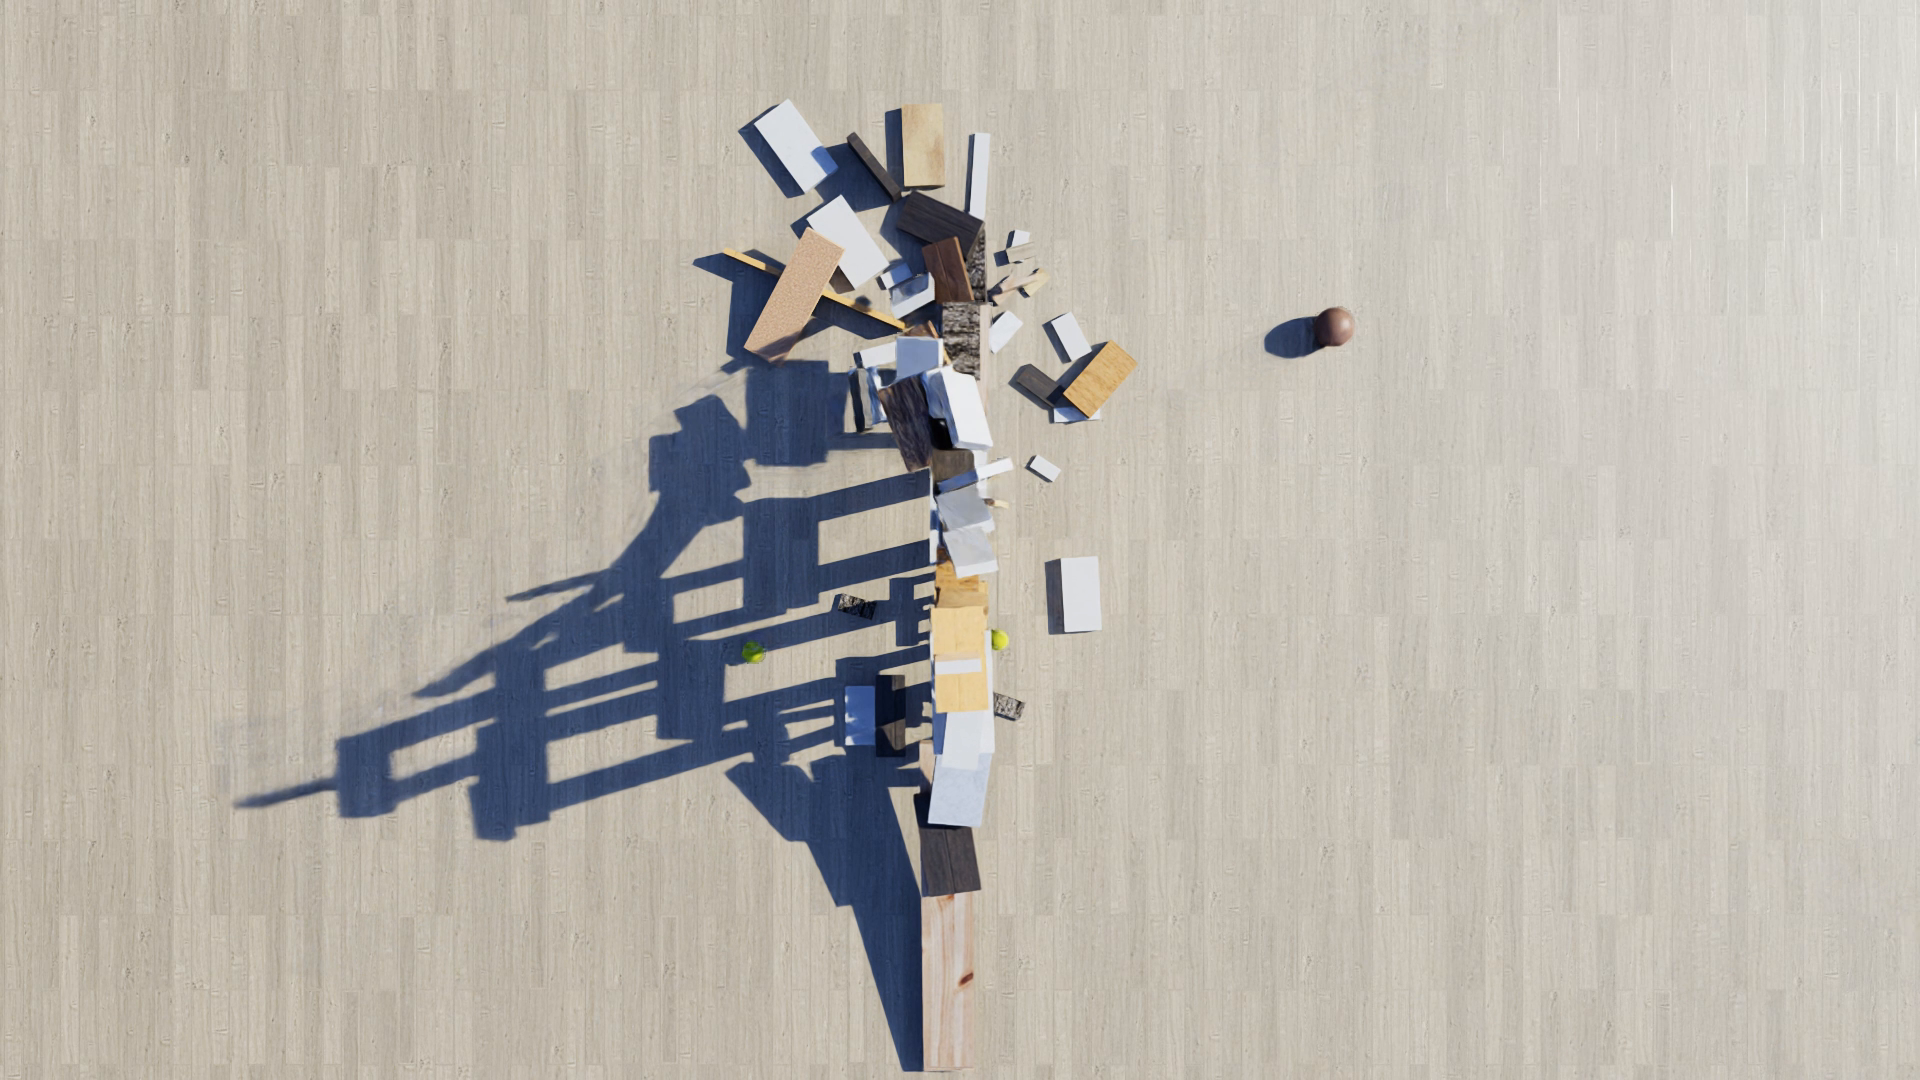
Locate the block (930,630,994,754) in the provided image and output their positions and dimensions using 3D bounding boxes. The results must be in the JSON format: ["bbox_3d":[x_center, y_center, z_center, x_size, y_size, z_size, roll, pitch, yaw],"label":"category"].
[{"bbox_3d":[0.006,0.418,4.545,0.167,0.047,0.335,-2,90,0],"label":"block"}]

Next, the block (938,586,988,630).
[{"bbox_3d":[0.007,0.180,4.402,0.133,0.297,0.038,9,99,0],"label":"block"}]

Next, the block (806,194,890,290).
[{"bbox_3d":[-0.371,-0.988,5.480,0.140,0.040,0.281,-35,90,0],"label":"block"}]

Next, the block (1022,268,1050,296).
[{"bbox_3d":[0.252,-0.859,5.493,0.094,0.013,0.047,-43,90,0],"label":"block"}]

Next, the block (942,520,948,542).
[{"bbox_3d":[-0.012,-0.031,4.743,0.080,0.159,0.023,-3,108,-1],"label":"block"}]

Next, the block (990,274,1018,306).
[{"bbox_3d":[0.150,-0.832,5.493,0.099,0.014,0.050,-41,90,0],"label":"block"}]

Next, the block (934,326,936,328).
[{"bbox_3d":[0.000,-0.601,5.331,0.169,0.338,0.048,1,74,0],"label":"block"}]

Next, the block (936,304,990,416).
[{"bbox_3d":[0.004,-0.561,5.139,0.169,0.048,0.338,2,91,0],"label":"block"}]

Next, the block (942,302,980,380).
[{"bbox_3d":[0.003,-0.614,5.097,0.118,0.033,0.236,0,91,0],"label":"block"}]

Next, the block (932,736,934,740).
[{"bbox_3d":[0.007,0.510,4.824,0.167,0.507,0.047,-1,95,0],"label":"block"}]

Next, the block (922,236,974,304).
[{"bbox_3d":[-0.037,-0.862,5.408,0.118,0.033,0.236,-15,92,19],"label":"block"}]

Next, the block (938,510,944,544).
[{"bbox_3d":[-0.005,0.003,4.841,0.119,0.034,0.239,0,90,0],"label":"block"}]

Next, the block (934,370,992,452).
[{"bbox_3d":[0.011,-0.386,4.930,0.125,0.035,0.249,6,58,-37],"label":"block"}]

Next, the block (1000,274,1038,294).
[{"bbox_3d":[0.195,-0.847,5.455,0.122,0.061,0.017,-19,91,-1],"label":"block"}]

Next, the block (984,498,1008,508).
[{"bbox_3d":[0.080,-0.113,5.025,0.122,0.061,0.017,4,85,41],"label":"block"}]

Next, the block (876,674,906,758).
[{"bbox_3d":[-0.231,0.584,5.486,0.098,0.028,0.273,0,90,0],"label":"block"}]

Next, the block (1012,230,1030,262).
[{"bbox_3d":[0.198,-0.979,5.493,0.050,0.014,0.099,13,90,0],"label":"block"}]

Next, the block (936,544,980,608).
[{"bbox_3d":[-0.007,0.130,4.568,0.119,0.034,0.238,0,90,0],"label":"block"}]

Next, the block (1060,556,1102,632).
[{"bbox_3d":[0.402,0.179,5.483,0.122,0.035,0.244,-3,90,0],"label":"block"}]

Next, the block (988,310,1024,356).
[{"bbox_3d":[0.137,-0.689,5.474,0.071,0.020,0.141,42,82,10],"label":"block"}]

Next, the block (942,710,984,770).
[{"bbox_3d":[0.009,0.526,4.498,0.098,0.028,0.195,6,100,-1],"label":"block"}]

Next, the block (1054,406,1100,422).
[{"bbox_3d":[0.389,-0.421,5.493,0.151,0.013,0.047,-4,90,0],"label":"block"}]

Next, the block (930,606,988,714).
[{"bbox_3d":[0.000,0.306,4.233,0.133,0.038,0.266,-3,90,0],"label":"block"}]

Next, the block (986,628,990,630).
[{"bbox_3d":[0.003,0.294,4.736,0.167,0.335,0.047,0,92,0],"label":"block"}]

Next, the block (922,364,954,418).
[{"bbox_3d":[-0.054,-0.430,5.001,0.093,0.026,0.185,-19,107,-31],"label":"block"}]

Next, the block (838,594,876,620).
[{"bbox_3d":[-0.343,0.222,5.492,0.119,0.017,0.059,16,90,0],"label":"block"}]

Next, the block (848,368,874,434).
[{"bbox_3d":[-0.304,-0.424,5.075,0.026,0.093,0.185,-6,84,-21],"label":"block"}]

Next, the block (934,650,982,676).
[{"bbox_3d":[-0.004,0.305,4.102,0.112,0.223,0.032,-4,91,0],"label":"block"}]

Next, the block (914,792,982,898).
[{"bbox_3d":[-0.040,0.968,5.288,0.167,0.047,0.335,-9,100,3],"label":"block"}]

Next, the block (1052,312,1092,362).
[{"bbox_3d":[0.371,-0.677,5.489,0.074,0.021,0.148,-28,90,0],"label":"block"}]

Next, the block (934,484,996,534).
[{"bbox_3d":[0.013,-0.077,4.665,0.125,0.249,0.035,-17,117,-3],"label":"block"}]

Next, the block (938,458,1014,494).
[{"bbox_3d":[0.041,-0.180,4.652,0.112,0.274,0.032,-19,91,-24],"label":"block"}]

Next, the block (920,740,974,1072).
[{"bbox_3d":[-0.041,1.199,5.377,0.167,0.047,1.123,0,100,1],"label":"block"}]

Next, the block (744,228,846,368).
[{"bbox_3d":[-0.544,-0.794,5.418,0.140,0.040,0.448,30,106,-2],"label":"block"}]

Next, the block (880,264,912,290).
[{"bbox_3d":[-0.211,-0.879,5.493,0.097,0.014,0.049,-27,90,0],"label":"block"}]

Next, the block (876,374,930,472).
[{"bbox_3d":[-0.142,-0.356,5.053,0.135,0.038,0.271,-18,100,21],"label":"block"}]

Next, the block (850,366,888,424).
[{"bbox_3d":[-0.297,-0.471,5.391,0.093,0.026,0.185,-8,80,-28],"label":"block"}]

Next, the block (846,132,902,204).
[{"bbox_3d":[-0.282,-1.228,5.439,0.035,0.122,0.244,-39,90,0],"label":"block"}]

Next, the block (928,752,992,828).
[{"bbox_3d":[0.001,0.743,5.142,0.167,0.047,0.335,6,119,-4],"label":"block"}]

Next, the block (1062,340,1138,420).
[{"bbox_3d":[0.464,-0.533,5.471,0.122,0.035,0.244,42,86,-3],"label":"block"}]

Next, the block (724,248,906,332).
[{"bbox_3d":[-0.479,-0.829,5.463,0.643,0.074,0.021,23,90,0],"label":"block"}]

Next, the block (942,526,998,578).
[{"bbox_3d":[0.026,0.031,4.453,0.112,0.223,0.032,-10,116,-6],"label":"block"}]

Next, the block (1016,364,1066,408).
[{"bbox_3d":[0.271,-0.514,5.489,0.149,0.021,0.074,36,90,0],"label":"block"}]

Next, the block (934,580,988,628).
[{"bbox_3d":[0.001,0.281,4.927,0.159,0.045,0.319,1,90,0],"label":"block"}]

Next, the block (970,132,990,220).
[{"bbox_3d":[0.059,-1.101,5.493,0.050,0.014,0.506,4,90,0],"label":"block"}]

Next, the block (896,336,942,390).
[{"bbox_3d":[-0.124,-0.477,5.054,0.135,0.038,0.288,6,109,17],"label":"block"}]

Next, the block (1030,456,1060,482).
[{"bbox_3d":[0.285,-0.239,5.493,0.094,0.013,0.047,33,90,0],"label":"block"}]

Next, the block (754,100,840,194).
[{"bbox_3d":[-0.542,-1.307,5.480,0.140,0.040,0.281,-36,90,0],"label":"block"}]

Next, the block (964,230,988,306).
[{"bbox_3d":[0.021,-0.810,5.457,0.135,0.038,0.427,-2,87,11],"label":"block"}]

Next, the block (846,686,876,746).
[{"bbox_3d":[-0.331,0.582,5.486,0.098,0.028,0.195,-1,90,0],"label":"block"}]

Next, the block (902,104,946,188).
[{"bbox_3d":[-0.122,-1.310,5.481,0.135,0.038,0.269,-2,90,0],"label":"block"}]

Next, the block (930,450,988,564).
[{"bbox_3d":[-0.004,-0.100,5.121,0.177,0.050,0.354,0,90,0],"label":"block"}]

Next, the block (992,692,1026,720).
[{"bbox_3d":[0.153,0.551,5.492,0.119,0.017,0.059,19,90,0],"label":"block"}]

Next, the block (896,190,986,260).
[{"bbox_3d":[-0.065,-1.041,5.447,0.269,0.038,0.135,26,93,13],"label":"block"}]

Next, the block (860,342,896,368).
[{"bbox_3d":[-0.266,-0.614,5.491,0.122,0.017,0.061,-15,90,0],"label":"block"}]

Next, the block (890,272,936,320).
[{"bbox_3d":[-0.149,-0.779,5.245,0.135,0.271,0.038,-27,108,9],"label":"block"}]

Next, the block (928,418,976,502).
[{"bbox_3d":[-0.023,-0.237,4.884,0.125,0.035,0.302,3,51,-10],"label":"block"}]

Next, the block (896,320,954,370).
[{"bbox_3d":[-0.093,-0.541,5.061,0.118,0.033,0.236,-22,100,24],"label":"block"}]

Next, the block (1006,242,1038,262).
[{"bbox_3d":[0.205,-0.956,5.479,0.097,0.014,0.049,-15,90,0],"label":"block"}]
